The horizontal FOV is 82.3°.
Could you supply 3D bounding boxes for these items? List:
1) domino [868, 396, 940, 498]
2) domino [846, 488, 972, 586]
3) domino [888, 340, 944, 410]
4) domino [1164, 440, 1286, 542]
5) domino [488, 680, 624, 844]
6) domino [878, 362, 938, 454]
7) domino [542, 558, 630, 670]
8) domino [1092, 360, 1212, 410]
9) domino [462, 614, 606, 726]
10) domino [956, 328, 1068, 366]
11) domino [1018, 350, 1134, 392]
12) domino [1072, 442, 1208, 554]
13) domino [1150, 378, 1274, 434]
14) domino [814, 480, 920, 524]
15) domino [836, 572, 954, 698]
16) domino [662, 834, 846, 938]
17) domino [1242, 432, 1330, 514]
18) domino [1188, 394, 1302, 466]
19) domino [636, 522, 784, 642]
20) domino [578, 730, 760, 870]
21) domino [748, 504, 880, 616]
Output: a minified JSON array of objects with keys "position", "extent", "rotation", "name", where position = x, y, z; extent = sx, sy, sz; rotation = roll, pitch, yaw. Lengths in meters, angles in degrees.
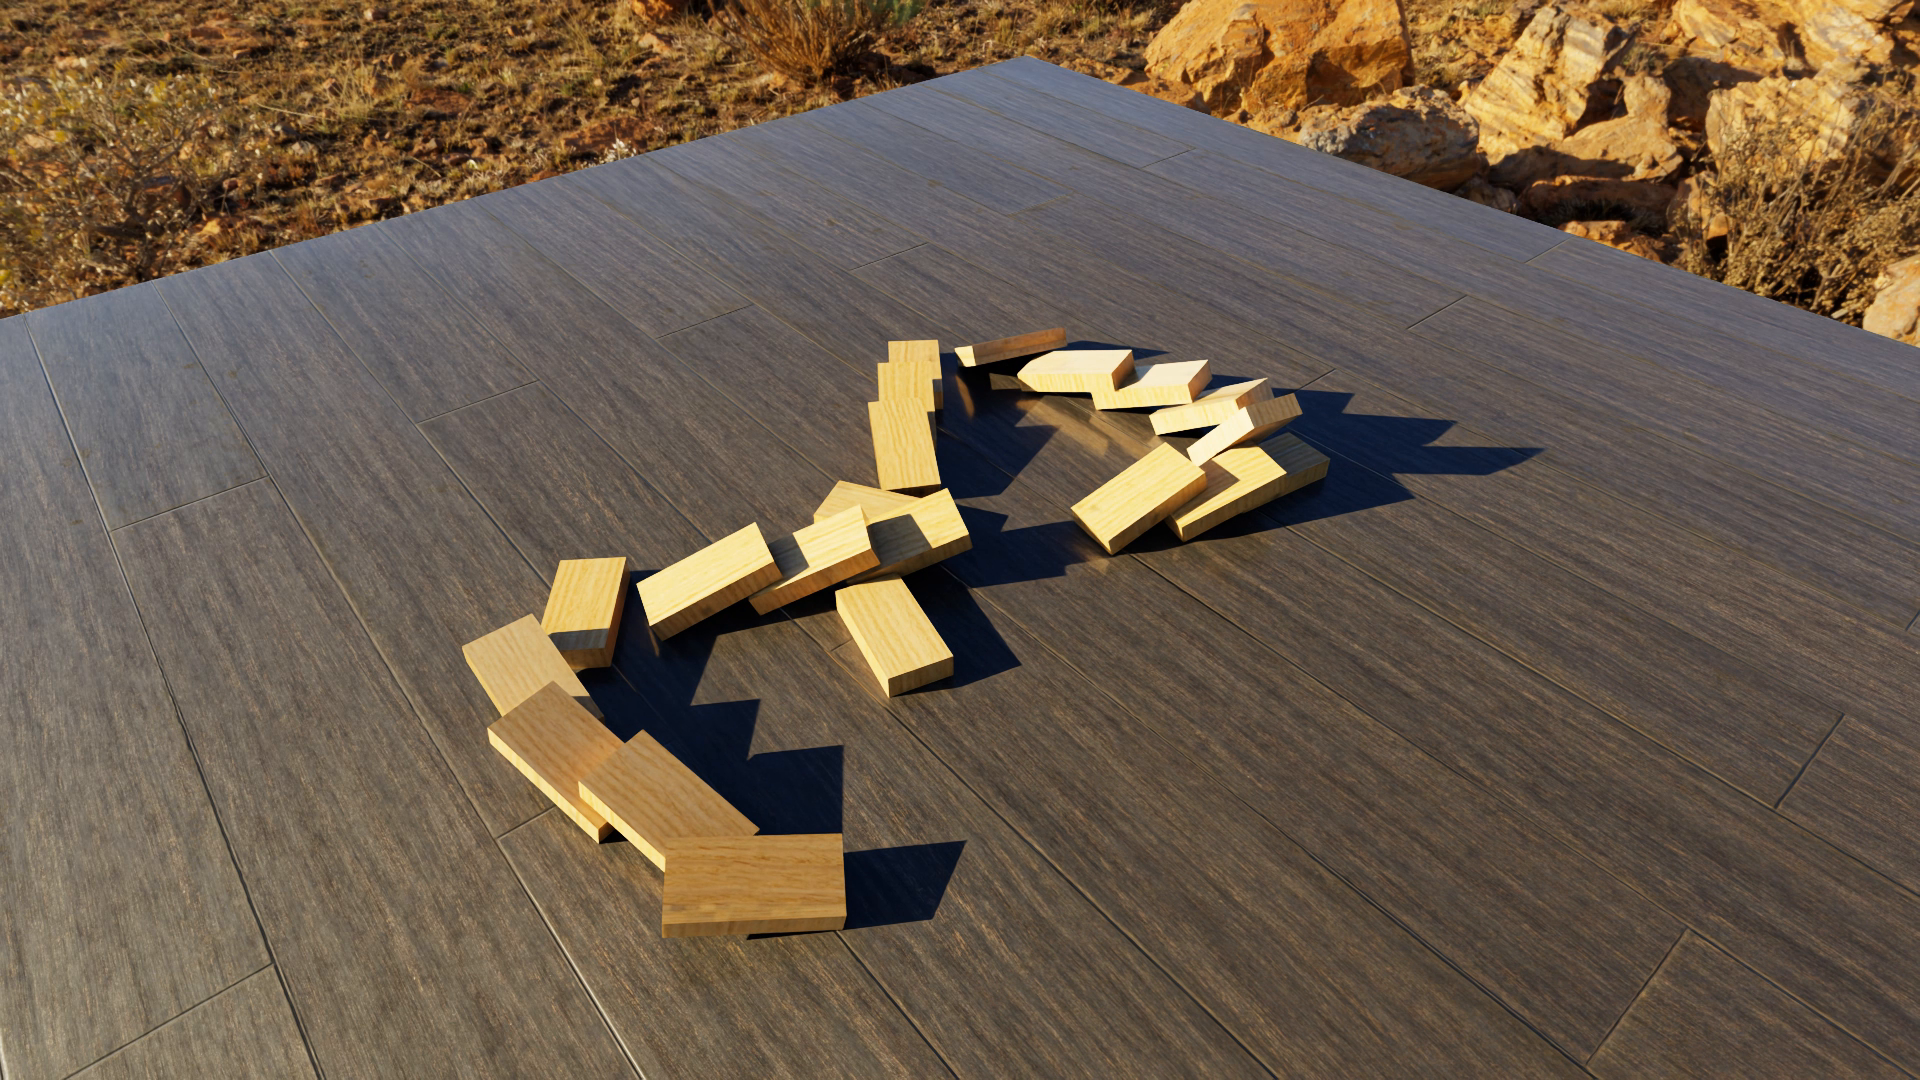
[{"position":[-0.025,-0.040,0.481],"extent":[0.025,0.009,0.050],"rotation":[-7,55,-6],"name":"domino"},{"position":[-0.023,0.001,0.430],"extent":[0.050,0.010,0.025],"rotation":[-22,53,-4],"name":"domino"},{"position":[-0.022,-0.082,0.543],"extent":[0.025,0.010,0.050],"rotation":[-2,39,-3],"name":"domino"},{"position":[0.107,-0.021,0.458],"extent":[0.050,0.010,0.025],"rotation":[-27,47,-7],"name":"domino"},{"position":[-0.122,0.069,0.348],"extent":[0.050,0.009,0.025],"rotation":[36,50,16],"name":"domino"},{"position":[-0.025,-0.061,0.509],"extent":[0.025,0.010,0.050],"rotation":[-3,54,-3],"name":"domino"},{"position":[-0.140,0.027,0.411],"extent":[0.025,0.010,0.050],"rotation":[-3,39,-4],"name":"domino"},{"position":[0.090,-0.073,0.518],"extent":[0.050,0.010,0.025],"rotation":[1,33,38],"name":"domino"},{"position":[-0.144,0.050,0.373],"extent":[0.025,0.010,0.050],"rotation":[-29,62,-31],"name":"domino"},{"position":[0.026,-0.097,0.553],"extent":[0.050,0.010,0.025],"rotation":[-15,12,-17],"name":"domino"},{"position":[0.056,-0.082,0.533],"extent":[0.050,0.009,0.025],"rotation":[5,37,33],"name":"domino"},{"position":[0.074,-0.017,0.452],"extent":[0.050,0.010,0.025],"rotation":[-34,48,-10],"name":"domino"},{"position":[0.113,-0.060,0.496],"extent":[0.025,0.010,0.050],"rotation":[-32,16,-33],"name":"domino"},{"position":[-0.032,-0.009,0.454],"extent":[0.050,0.009,0.025],"rotation":[13,41,15],"name":"domino"},{"position":[-0.025,0.034,0.402],"extent":[0.025,0.010,0.050],"rotation":[-17,42,-20],"name":"domino"},{"position":[-0.059,0.098,0.314],"extent":[0.050,0.009,0.025],"rotation":[2,49,-13],"name":"domino"},{"position":[0.134,-0.030,0.480],"extent":[0.050,0.010,0.025],"rotation":[-22,44,-25],"name":"domino"},{"position":[0.121,-0.046,0.471],"extent":[0.025,0.050,0.009],"rotation":[-17,80,-20],"name":"domino"},{"position":[-0.094,0.015,0.414],"extent":[0.050,0.009,0.025],"rotation":[-28,45,-7],"name":"domino"},{"position":[-0.088,0.083,0.333],"extent":[0.050,0.009,0.025],"rotation":[35,49,16],"name":"domino"},{"position":[-0.057,0.007,0.420],"extent":[0.050,0.010,0.025],"rotation":[-23,45,4],"name":"domino"}]
